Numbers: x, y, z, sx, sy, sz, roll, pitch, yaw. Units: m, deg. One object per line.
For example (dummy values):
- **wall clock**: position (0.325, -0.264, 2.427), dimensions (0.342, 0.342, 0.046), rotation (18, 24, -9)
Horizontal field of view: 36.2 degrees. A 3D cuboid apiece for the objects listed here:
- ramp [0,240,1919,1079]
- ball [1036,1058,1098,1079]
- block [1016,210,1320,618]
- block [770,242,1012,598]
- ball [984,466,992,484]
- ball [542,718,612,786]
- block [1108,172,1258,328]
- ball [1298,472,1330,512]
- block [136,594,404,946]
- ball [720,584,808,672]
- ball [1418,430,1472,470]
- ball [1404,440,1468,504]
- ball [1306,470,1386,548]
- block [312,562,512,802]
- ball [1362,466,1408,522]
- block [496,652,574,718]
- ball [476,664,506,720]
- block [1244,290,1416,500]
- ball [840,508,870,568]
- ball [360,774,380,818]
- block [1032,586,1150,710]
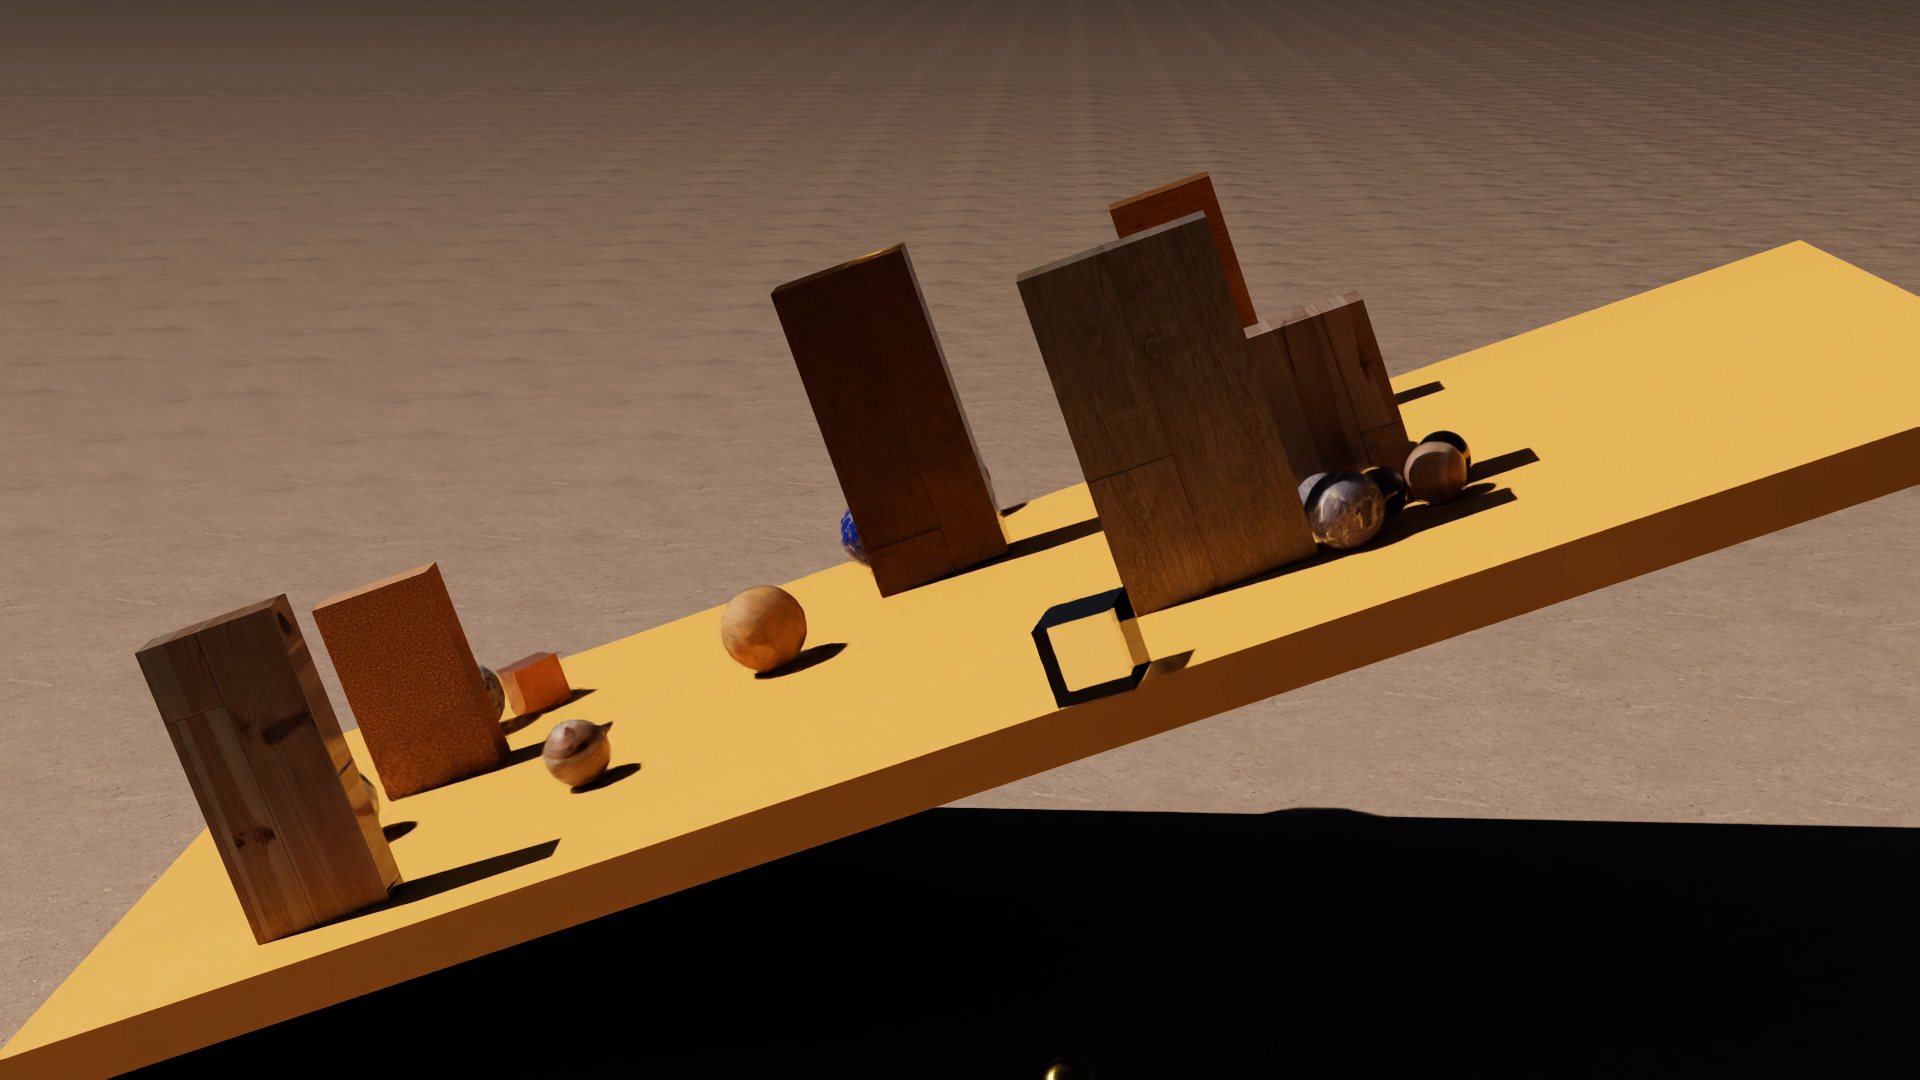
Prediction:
- **ramp**: position (0.111, 0.179, 6.301), dimensions (4.000, 0.100, 2.000), rotation (-19, 11, 6)
- **ball**: position (0.184, 0.951, 5.074), dimensions (0.116, 0.116, 0.116), rotation (0, 12, 0)
- **block**: position (0.406, -0.243, 5.729), dimensions (0.381, 0.700, 0.121), rotation (-19, 11, 6)
- **block**: position (-0.153, -0.273, 6.735), dimensions (0.312, 0.743, 0.135), rotation (-19, 11, 6)
- **ball**: position (-0.011, -0.128, 7.255), dimensions (0.183, 0.183, 0.183), rotation (0, 12, 0)
- **ball**: position (-0.782, 0.434, 6.004), dimensions (0.138, 0.138, 0.138), rotation (0, 12, 0)
- **block**: position (0.571, -0.519, 6.929), dimensions (0.243, 0.642, 0.126), rotation (-19, 11, 6)
- **ball**: position (0.727, -0.073, 5.861), dimensions (0.122, 0.122, 0.122), rotation (0, 12, 0)
- **block**: position (-1.324, 0.442, 5.658), dimensions (0.278, 0.616, 0.113), rotation (-19, 11, 6)
- **ball**: position (-0.428, 0.192, 6.420), dimensions (0.189, 0.189, 0.189), rotation (0, 12, 0)
- **ball**: position (0.971, -0.165, 5.909), dimensions (0.111, 0.111, 0.111), rotation (0, 12, 0)
- **ball**: position (0.935, -0.134, 5.786), dimensions (0.123, 0.123, 0.123), rotation (0, 12, 0)
- **ball**: position (0.746, -0.060, 5.686), dimensions (0.154, 0.154, 0.154), rotation (0, 12, 0)
- **block**: position (-1.207, 0.313, 6.486), dimensions (0.269, 0.460, 0.106), rotation (-19, 11, 6)
- **ball**: position (0.826, -0.091, 5.800), dimensions (0.113, 0.113, 0.113), rotation (0, 12, 0)
- **block**: position (-0.998, 0.339, 6.904), dimensions (0.113, 0.113, 0.113), rotation (-25, 12, -26)
- **ball**: position (-1.147, 0.373, 6.824), dimensions (0.180, 0.180, 0.180), rotation (0, 12, 0)
- **block**: position (0.700, -0.243, 5.959), dimensions (0.363, 0.416, 0.141), rotation (-19, 11, 6)
- **ball**: position (-0.201, -0.019, 7.081), dimensions (0.175, 0.175, 0.175), rotation (0, 12, 0)
- **ball**: position (-1.310, 0.565, 6.197), dimensions (0.174, 0.174, 0.174), rotation (0, 12, 0)
- **block**: position (0.239, 0.195, 5.342), dimensions (0.151, 0.151, 0.151), rotation (-16, 12, 18)
